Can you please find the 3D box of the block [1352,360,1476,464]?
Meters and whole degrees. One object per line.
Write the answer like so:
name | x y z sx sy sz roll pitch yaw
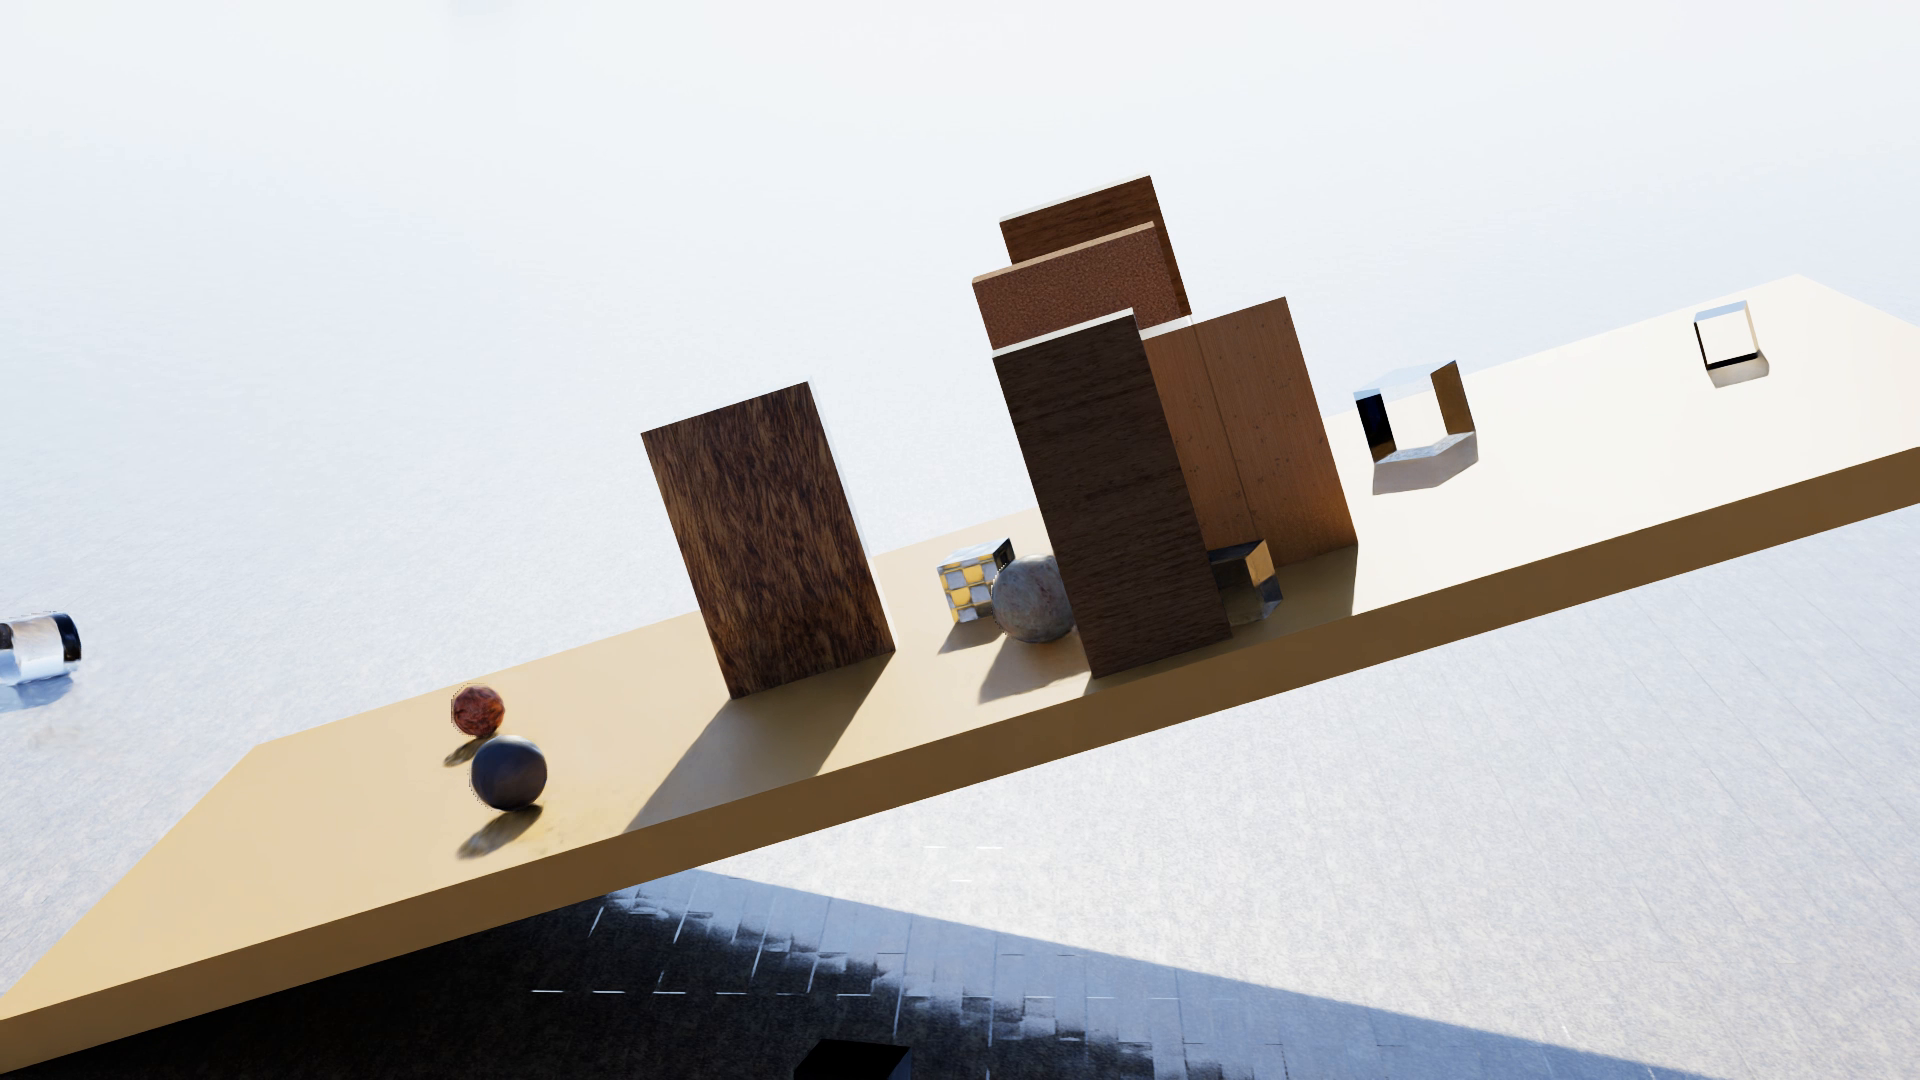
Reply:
block | 1.000 -0.282 6.472 0.168 0.168 0.168 -8 15 45

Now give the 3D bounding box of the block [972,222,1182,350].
block | 0.326 -0.348 6.654 0.426 0.635 0.129 -17 10 5

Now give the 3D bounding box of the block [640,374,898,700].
block | -0.397 -0.004 6.182 0.367 0.599 0.096 -17 10 5

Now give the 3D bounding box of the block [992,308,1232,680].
block | 0.279 -0.083 5.376 0.266 0.624 0.093 -17 10 5

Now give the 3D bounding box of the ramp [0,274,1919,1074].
ramp | 0.099 0.183 6.312 4.000 0.100 2.000 -17 10 5

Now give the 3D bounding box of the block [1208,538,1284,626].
block | 0.514 0.084 5.504 0.122 0.122 0.122 -13 12 27

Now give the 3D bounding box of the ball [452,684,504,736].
ball | -1.090 0.386 6.658 0.117 0.117 0.117 0 11 0

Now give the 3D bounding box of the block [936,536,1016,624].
block | 0.047 0.086 6.269 0.130 0.130 0.130 -14 11 21

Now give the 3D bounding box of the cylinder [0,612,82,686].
cylinder | -2.670 0.313 8.502 0.184 0.184 0.184 -12 16 -43

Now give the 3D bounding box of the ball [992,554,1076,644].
ball | 0.154 0.116 5.792 0.179 0.179 0.179 0 11 0

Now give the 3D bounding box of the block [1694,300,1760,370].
block | 1.658 -0.443 6.361 0.110 0.110 0.110 -14 11 21

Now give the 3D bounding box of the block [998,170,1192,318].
block | 0.378 -0.478 7.019 0.372 0.716 0.140 -17 10 5

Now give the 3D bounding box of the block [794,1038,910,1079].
block | -0.188 0.994 5.185 0.166 0.166 0.166 3 12 14

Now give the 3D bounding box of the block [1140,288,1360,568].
block | 0.527 -0.192 5.836 0.386 0.513 0.147 -17 10 5

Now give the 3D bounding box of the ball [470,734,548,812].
ball | -0.894 0.462 5.833 0.152 0.152 0.152 0 11 0
